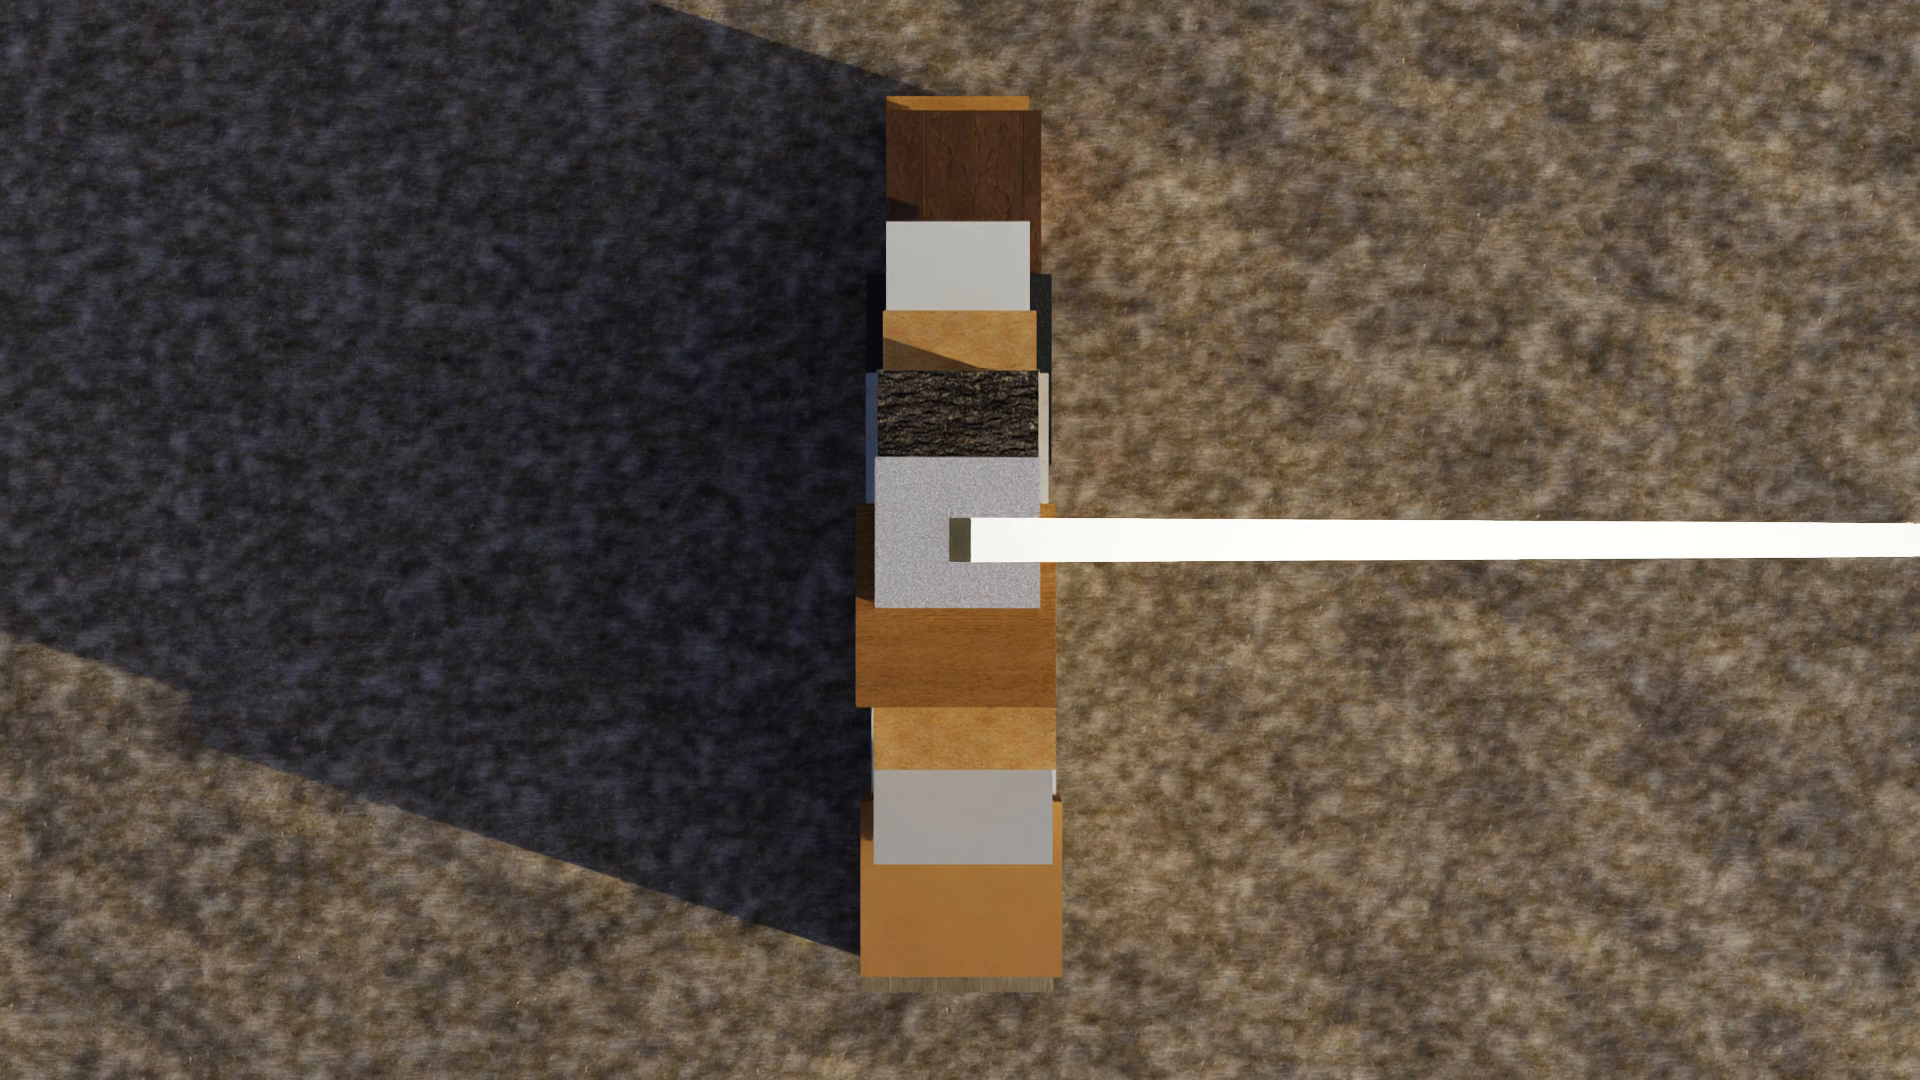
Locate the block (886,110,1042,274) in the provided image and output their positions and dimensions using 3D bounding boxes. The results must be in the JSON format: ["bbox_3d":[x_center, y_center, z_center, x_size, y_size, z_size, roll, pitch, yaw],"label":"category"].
[{"bbox_3d":[0.019,-1.779,11.677,0.794,0.854,0.834,0,90,0],"label":"block"}]

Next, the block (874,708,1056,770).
[{"bbox_3d":[0.020,0.603,9.835,0.781,0.831,0.772,0,89,0],"label":"block"}]

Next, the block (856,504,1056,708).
[{"bbox_3d":[-0.017,0.262,9.021,0.785,0.807,0.799,0,89,0],"label":"block"}]

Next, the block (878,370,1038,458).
[{"bbox_3d":[-0.008,-0.409,9.247,0.654,0.678,0.547,0,89,0],"label":"block"}]

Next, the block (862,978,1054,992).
[{"bbox_3d":[-0.014,2.006,12.519,1.050,0.962,0.941,0,90,0],"label":"block"}]

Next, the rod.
[{"bbox_3d":[2.234,0.000,5.342,5.200,0.080,0.080,0,90,-31],"label":"rod"}]

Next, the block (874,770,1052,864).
[{"bbox_3d":[0.014,1.151,10.638,0.832,0.794,0.733,0,89,0],"label":"block"}]

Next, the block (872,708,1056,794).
[{"bbox_3d":[0.019,0.822,11.693,0.947,0.879,0.962,0,90,0],"label":"block"}]

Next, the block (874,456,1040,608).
[{"bbox_3d":[-0.009,-0.023,8.332,0.603,0.581,0.552,0,89,0],"label":"block"}]

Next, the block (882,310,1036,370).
[{"bbox_3d":[-0.002,-0.698,9.949,0.669,0.720,0.598,0,89,0],"label":"block"}]

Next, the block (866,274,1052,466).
[{"bbox_3d":[-0.005,-0.865,11.612,0.935,0.985,0.961,0,90,0],"label":"block"}]

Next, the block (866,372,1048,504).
[{"bbox_3d":[-0.014,-0.312,10.717,0.857,0.810,0.947,0,90,0],"label":"block"}]

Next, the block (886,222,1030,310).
[{"bbox_3d":[-0.010,-1.157,10.796,0.684,0.643,0.724,0,90,0],"label":"block"}]

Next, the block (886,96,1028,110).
[{"bbox_3d":[-0.014,-2.119,12.636,0.795,0.728,0.715,0,90,0],"label":"block"}]

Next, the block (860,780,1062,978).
[{"bbox_3d":[0.007,1.753,11.535,1.013,1.006,0.880,0,90,0],"label":"block"}]
